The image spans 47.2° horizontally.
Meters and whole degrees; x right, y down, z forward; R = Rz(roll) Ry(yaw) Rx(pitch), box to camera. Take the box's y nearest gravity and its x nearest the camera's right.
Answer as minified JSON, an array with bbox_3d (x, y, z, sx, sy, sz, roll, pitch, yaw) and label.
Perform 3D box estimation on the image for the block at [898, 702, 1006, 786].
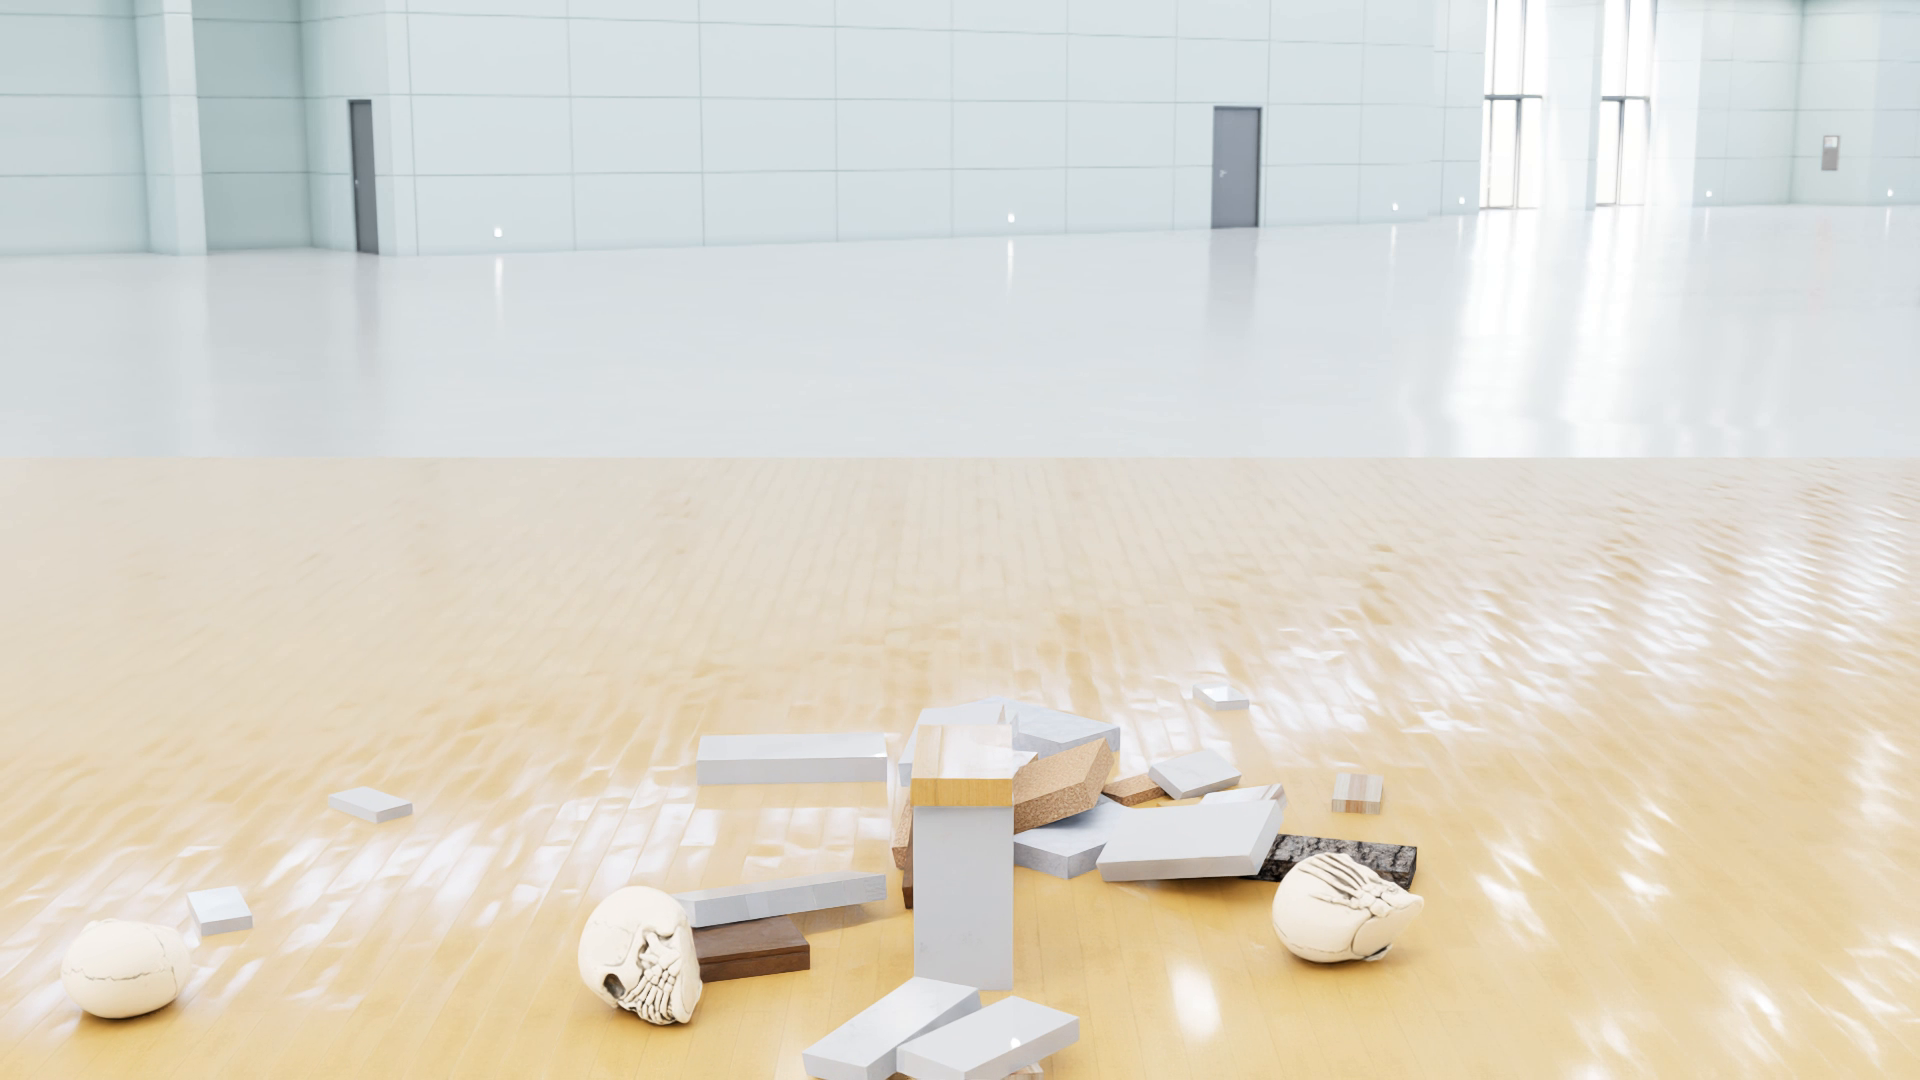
[{"bbox_3d":[-0.010,0.366,3.959,0.153,0.043,0.307,-5,13,8],"label":"block"}]

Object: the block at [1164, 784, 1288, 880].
[{"bbox_3d":[0.457,0.505,3.825,0.144,0.041,0.289,-12,11,28],"label":"block"}]

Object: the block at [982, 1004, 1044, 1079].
[{"bbox_3d":[0.024,0.698,2.996,0.118,0.034,0.237,-3,11,-14],"label":"block"}]

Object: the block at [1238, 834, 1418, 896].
[{"bbox_3d":[0.631,0.552,3.764,0.283,0.040,0.141,3,11,17],"label":"block"}]

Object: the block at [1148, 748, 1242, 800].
[{"bbox_3d":[0.454,0.453,4.243,0.176,0.025,0.088,-10,39,-42],"label":"block"}]

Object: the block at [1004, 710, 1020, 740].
[{"bbox_3d":[0.022,0.374,4.209,0.146,0.041,0.292,-2,6,9],"label":"block"}]

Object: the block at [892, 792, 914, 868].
[{"bbox_3d":[-0.014,0.466,3.894,0.153,0.043,0.307,-5,27,13],"label":"block"}]

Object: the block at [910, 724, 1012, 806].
[{"bbox_3d":[0.005,0.337,3.315,0.146,0.041,0.292,0,11,1],"label":"block"}]

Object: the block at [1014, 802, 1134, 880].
[{"bbox_3d":[0.228,0.529,3.885,0.144,0.041,0.289,10,14,42],"label":"block"}]

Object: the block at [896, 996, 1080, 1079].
[{"bbox_3d":[0.040,0.674,2.941,0.118,0.034,0.237,9,14,41],"label":"block"}]

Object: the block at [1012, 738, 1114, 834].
[{"bbox_3d":[0.175,0.453,4.043,0.177,0.050,0.354,-20,4,12],"label":"block"}]

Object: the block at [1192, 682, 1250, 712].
[{"bbox_3d":[0.581,0.349,4.906,0.078,0.022,0.157,-2,11,-13],"label":"block"}]

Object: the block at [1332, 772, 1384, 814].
[{"bbox_3d":[0.757,0.482,4.184,0.088,0.025,0.175,2,11,13],"label":"block"}]

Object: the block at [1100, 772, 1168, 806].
[{"bbox_3d":[0.362,0.474,4.233,0.231,0.022,0.078,-10,14,-43],"label":"block"}]

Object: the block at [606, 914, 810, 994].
[{"bbox_3d":[-0.384,0.628,3.353,0.283,0.040,0.141,-4,11,-19],"label":"block"}]

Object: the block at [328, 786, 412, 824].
[{"bbox_3d":[-1.104,0.495,4.117,0.158,0.022,0.079,9,14,41],"label":"block"}]

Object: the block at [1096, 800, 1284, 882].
[{"bbox_3d":[0.385,0.505,3.693,0.289,0.041,0.144,-9,28,33],"label":"block"}]

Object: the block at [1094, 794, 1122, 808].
[{"bbox_3d":[0.236,0.495,4.120,0.078,0.022,0.157,-5,12,-26],"label":"block"}]

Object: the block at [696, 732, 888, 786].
[{"bbox_3d":[-0.333,0.434,4.373,0.370,0.050,0.177,-1,11,-4],"label":"block"}]

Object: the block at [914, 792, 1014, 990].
[{"bbox_3d":[0.005,0.520,3.247,0.146,0.292,0.041,0,11,0],"label":"block"}]

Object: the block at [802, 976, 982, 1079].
[{"bbox_3d":[-0.091,0.671,3.006,0.118,0.034,0.237,1,17,41],"label":"block"}]

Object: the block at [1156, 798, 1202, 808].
[{"bbox_3d":[0.439,0.512,4.022,0.088,0.025,0.175,-4,11,-22],"label":"block"}]

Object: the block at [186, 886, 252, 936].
[{"bbox_3d":[-1.199,0.599,3.558,0.079,0.022,0.157,-5,12,-26],"label":"block"}]

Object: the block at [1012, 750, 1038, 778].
[{"bbox_3d":[0.043,0.463,4.241,0.146,0.041,0.292,3,11,16],"label":"block"}]

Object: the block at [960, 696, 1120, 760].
[{"bbox_3d":[0.142,0.396,4.577,0.177,0.050,0.354,-10,15,-44],"label":"block"}]

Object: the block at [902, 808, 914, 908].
[{"bbox_3d":[-0.006,0.506,3.713,0.153,0.043,0.307,-5,27,7],"label":"block"}]

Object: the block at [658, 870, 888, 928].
[{"bbox_3d":[-0.298,0.573,3.521,0.335,0.040,0.141,-3,-3,-31],"label":"block"}]
